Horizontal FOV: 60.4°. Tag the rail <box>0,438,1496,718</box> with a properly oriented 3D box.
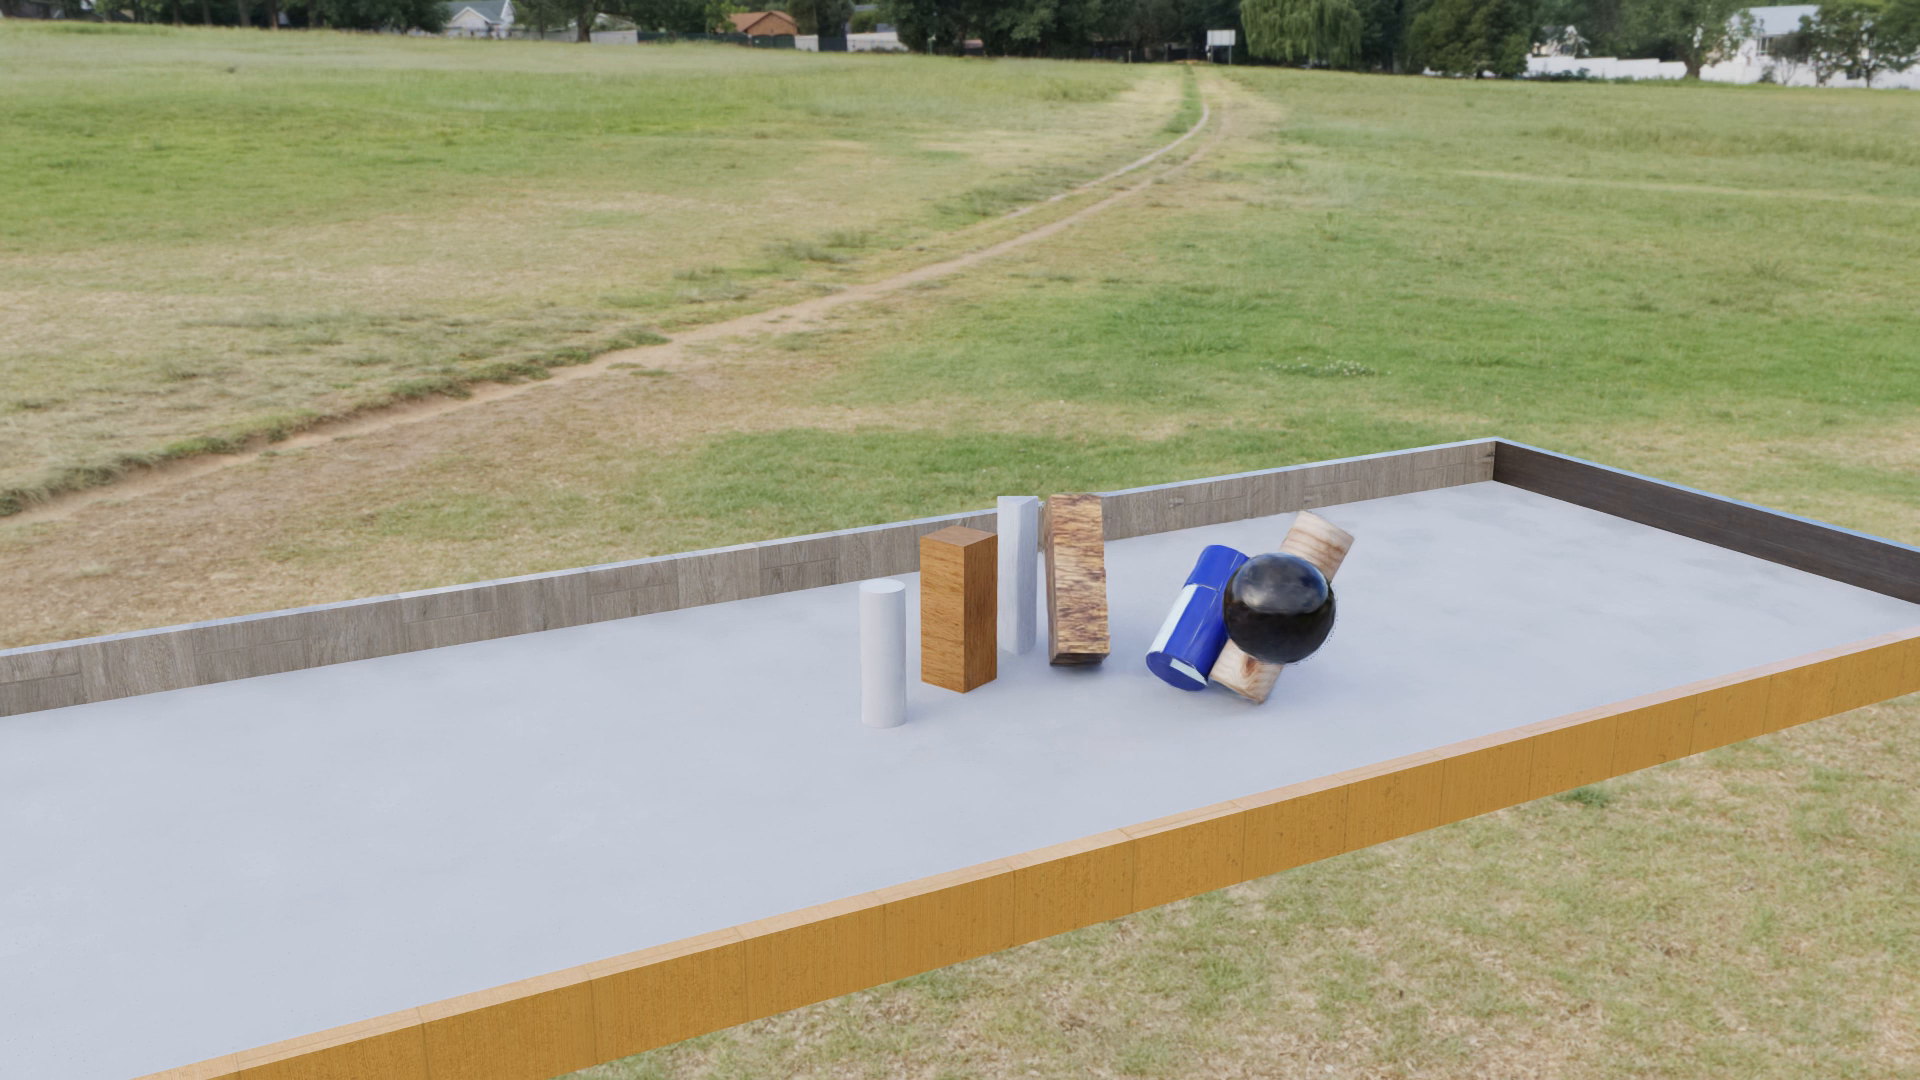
[{"bbox_3d":[-3.305,0.497,3.399,12.000,0.150,0.050,-9,18,-27],"label":"rail"}]

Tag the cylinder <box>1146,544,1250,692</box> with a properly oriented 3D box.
[{"bbox_3d":[0.606,0.193,4.103,0.161,0.161,0.337,12,58,35],"label":"cylinder"}]

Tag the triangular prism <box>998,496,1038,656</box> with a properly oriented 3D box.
[{"bbox_3d":[0.164,0.088,4.329,0.090,0.409,0.104,-10,19,-29],"label":"triangular prism"}]

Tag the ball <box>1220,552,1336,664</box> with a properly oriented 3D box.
[{"bbox_3d":[0.729,0.156,3.777,0.259,0.259,0.259,0,16,0],"label":"ball"}]

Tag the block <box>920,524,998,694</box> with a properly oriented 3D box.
[{"bbox_3d":[-0.002,0.171,4.102,0.136,0.379,0.136,12,20,36],"label":"block"}]

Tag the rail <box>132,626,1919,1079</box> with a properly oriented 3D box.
[{"bbox_3d":[-2.336,1.006,1.665,12.000,0.150,0.050,-9,18,-27],"label":"rail"}]

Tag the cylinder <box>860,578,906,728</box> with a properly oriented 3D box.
[{"bbox_3d":[-0.180,0.266,3.859,0.107,0.333,0.107,0,16,0],"label":"cylinder"}]

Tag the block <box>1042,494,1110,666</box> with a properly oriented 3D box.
[{"bbox_3d":[0.297,0.103,4.247,0.130,0.422,0.130,1,-19,-7],"label":"block"}]

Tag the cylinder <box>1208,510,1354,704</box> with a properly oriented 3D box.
[{"bbox_3d":[0.775,0.164,3.975,0.147,0.456,0.147,29,1,0],"label":"cylinder"}]

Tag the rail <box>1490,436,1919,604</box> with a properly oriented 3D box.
[{"bbox_3d":[2.466,-0.048,5.253,0.050,0.150,2.100,-9,18,-27],"label":"rail"}]
